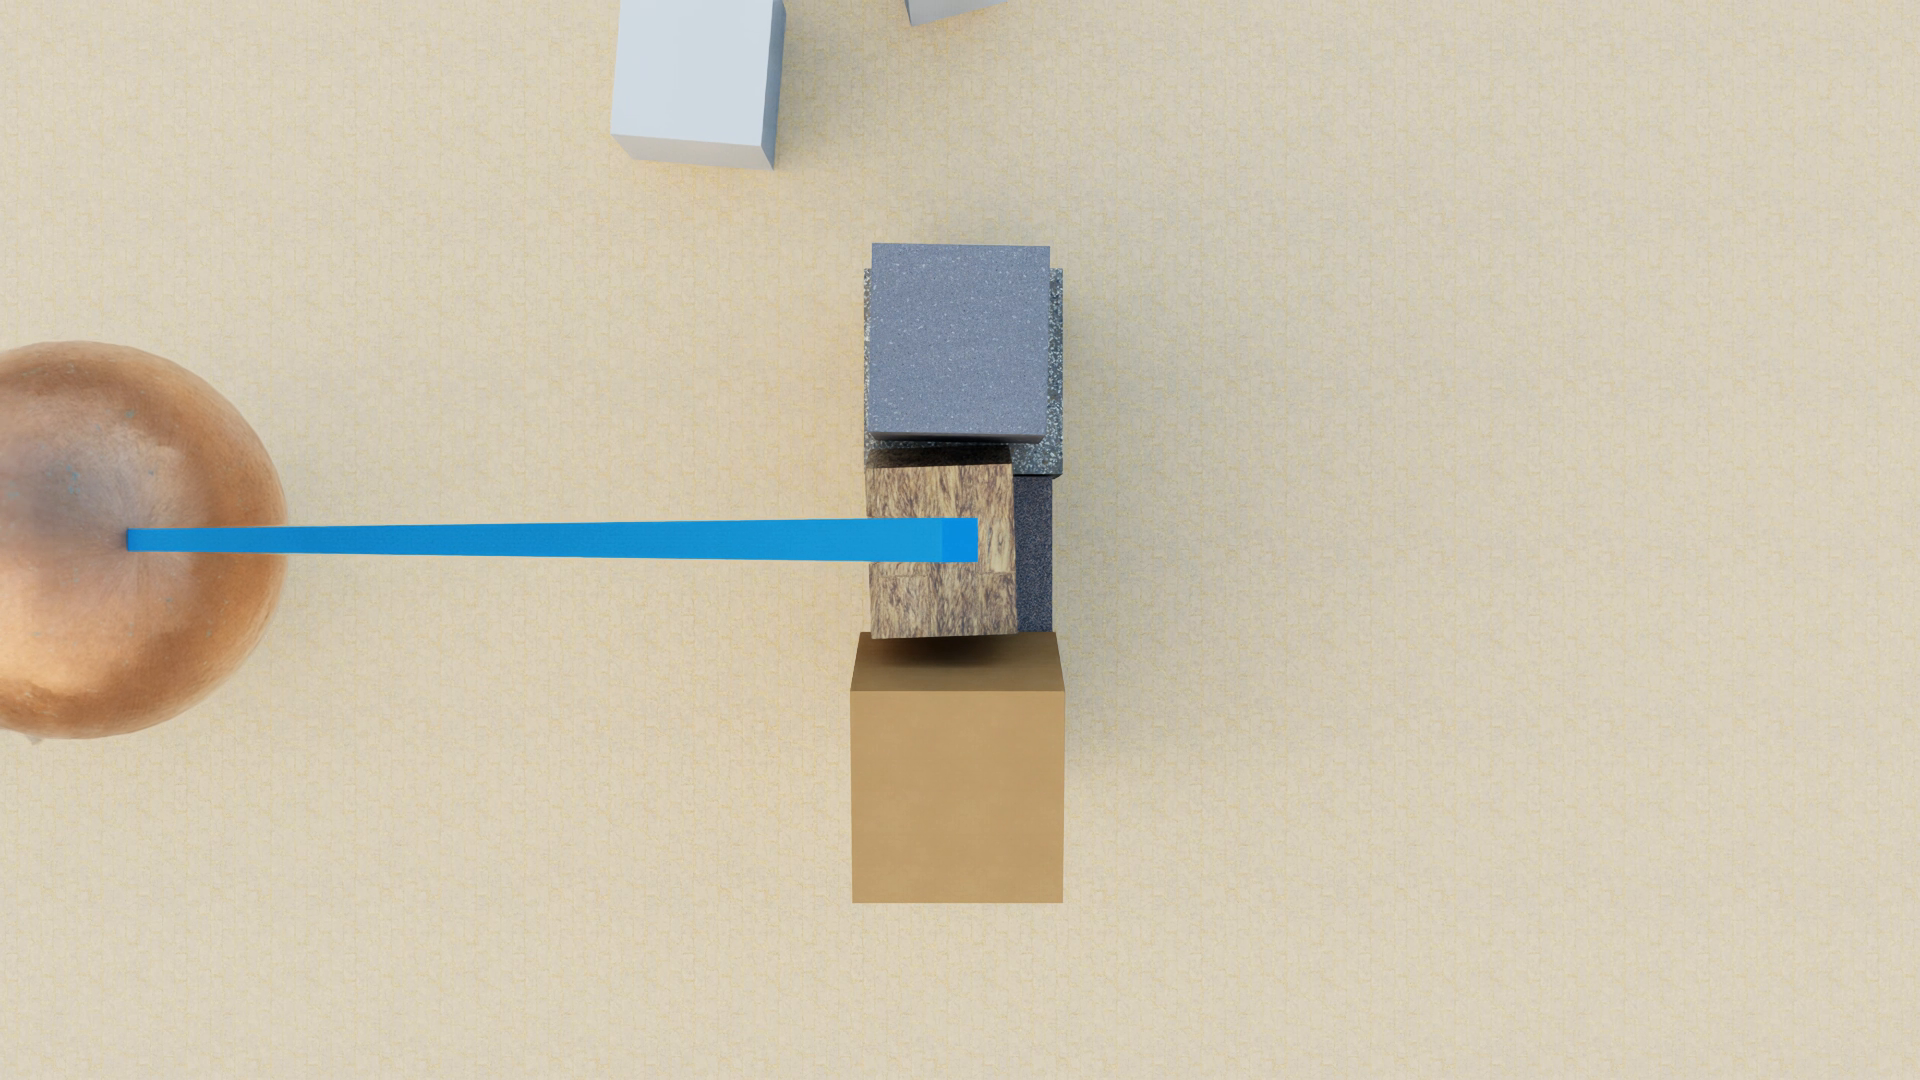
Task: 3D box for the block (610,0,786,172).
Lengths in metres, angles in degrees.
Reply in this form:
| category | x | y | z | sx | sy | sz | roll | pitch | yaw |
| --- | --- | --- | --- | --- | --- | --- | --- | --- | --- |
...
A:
| category | x | y | z | sx | sy | sz | roll | pitch | yaw |
| --- | --- | --- | --- | --- | --- | --- | --- | --- | --- |
| block | -1.482 | -2.682 | 12.585 | 0.838 | 0.829 | 0.938 | 5 | 90 | 0 |

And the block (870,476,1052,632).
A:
| category | x | y | z | sx | sy | sz | roll | pitch | yaw |
| --- | --- | --- | --- | --- | --- | --- | --- | --- | --- |
| block | 0.008 | 0.119 | 12.521 | 0.996 | 0.959 | 0.931 | 0 | 90 | 0 |

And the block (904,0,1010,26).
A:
| category | x | y | z | sx | sy | sz | roll | pitch | yaw |
| --- | --- | --- | --- | --- | --- | --- | --- | --- | --- |
| block | -0.088 | -3.446 | 12.645 | 0.600 | 0.711 | 0.698 | -15 | 90 | 0 |

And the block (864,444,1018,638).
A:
| category | x | y | z | sx | sy | sz | roll | pitch | yaw |
| --- | --- | --- | --- | --- | --- | --- | --- | --- | --- |
| block | -0.096 | -0.005 | 11.579 | 0.750 | 0.790 | 0.878 | -2 | 100 | 0 |

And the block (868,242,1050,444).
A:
| category | x | y | z | sx | sy | sz | roll | pitch | yaw |
| --- | --- | --- | --- | --- | --- | --- | --- | --- | --- |
| block | -0.004 | -0.998 | 11.412 | 0.884 | 1.019 | 0.935 | 1 | 90 | 0 |

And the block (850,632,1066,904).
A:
| category | x | y | z | sx | sy | sz | roll | pitch | yaw |
| --- | --- | --- | --- | --- | --- | --- | --- | --- | --- |
| block | -0.012 | 1.171 | 11.583 | 1.069 | 1.148 | 1.117 | 0 | 102 | 0 |

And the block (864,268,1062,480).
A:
| category | x | y | z | sx | sy | sz | roll | pitch | yaw |
| --- | --- | --- | --- | --- | --- | --- | --- | --- | --- |
| block | 0.018 | -0.915 | 12.461 | 1.080 | 1.078 | 1.115 | 0 | 90 | 0 |

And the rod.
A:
| category | x | y | z | sx | sy | sz | roll | pitch | yaw |
| --- | --- | --- | --- | --- | --- | --- | --- | --- | --- |
| rod | -1.521 | 0.000 | 6.039 | 0.080 | 5.200 | 0.080 | 0 | 90 | -36 |

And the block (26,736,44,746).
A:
| category | x | y | z | sx | sy | sz | roll | pitch | yaw |
| --- | --- | --- | --- | --- | --- | --- | --- | --- | --- |
| block | -5.041 | 0.427 | 12.374 | 0.882 | 0.912 | 0.927 | -36 | 90 | -35 |

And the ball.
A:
| category | x | y | z | sx | sy | sz | roll | pitch | yaw |
| --- | --- | --- | --- | --- | --- | --- | --- | --- | --- |
| ball | -3.511 | 0.000 | 8.796 | 1.600 | 1.600 | 1.600 | 0 | 90 | 0 |
